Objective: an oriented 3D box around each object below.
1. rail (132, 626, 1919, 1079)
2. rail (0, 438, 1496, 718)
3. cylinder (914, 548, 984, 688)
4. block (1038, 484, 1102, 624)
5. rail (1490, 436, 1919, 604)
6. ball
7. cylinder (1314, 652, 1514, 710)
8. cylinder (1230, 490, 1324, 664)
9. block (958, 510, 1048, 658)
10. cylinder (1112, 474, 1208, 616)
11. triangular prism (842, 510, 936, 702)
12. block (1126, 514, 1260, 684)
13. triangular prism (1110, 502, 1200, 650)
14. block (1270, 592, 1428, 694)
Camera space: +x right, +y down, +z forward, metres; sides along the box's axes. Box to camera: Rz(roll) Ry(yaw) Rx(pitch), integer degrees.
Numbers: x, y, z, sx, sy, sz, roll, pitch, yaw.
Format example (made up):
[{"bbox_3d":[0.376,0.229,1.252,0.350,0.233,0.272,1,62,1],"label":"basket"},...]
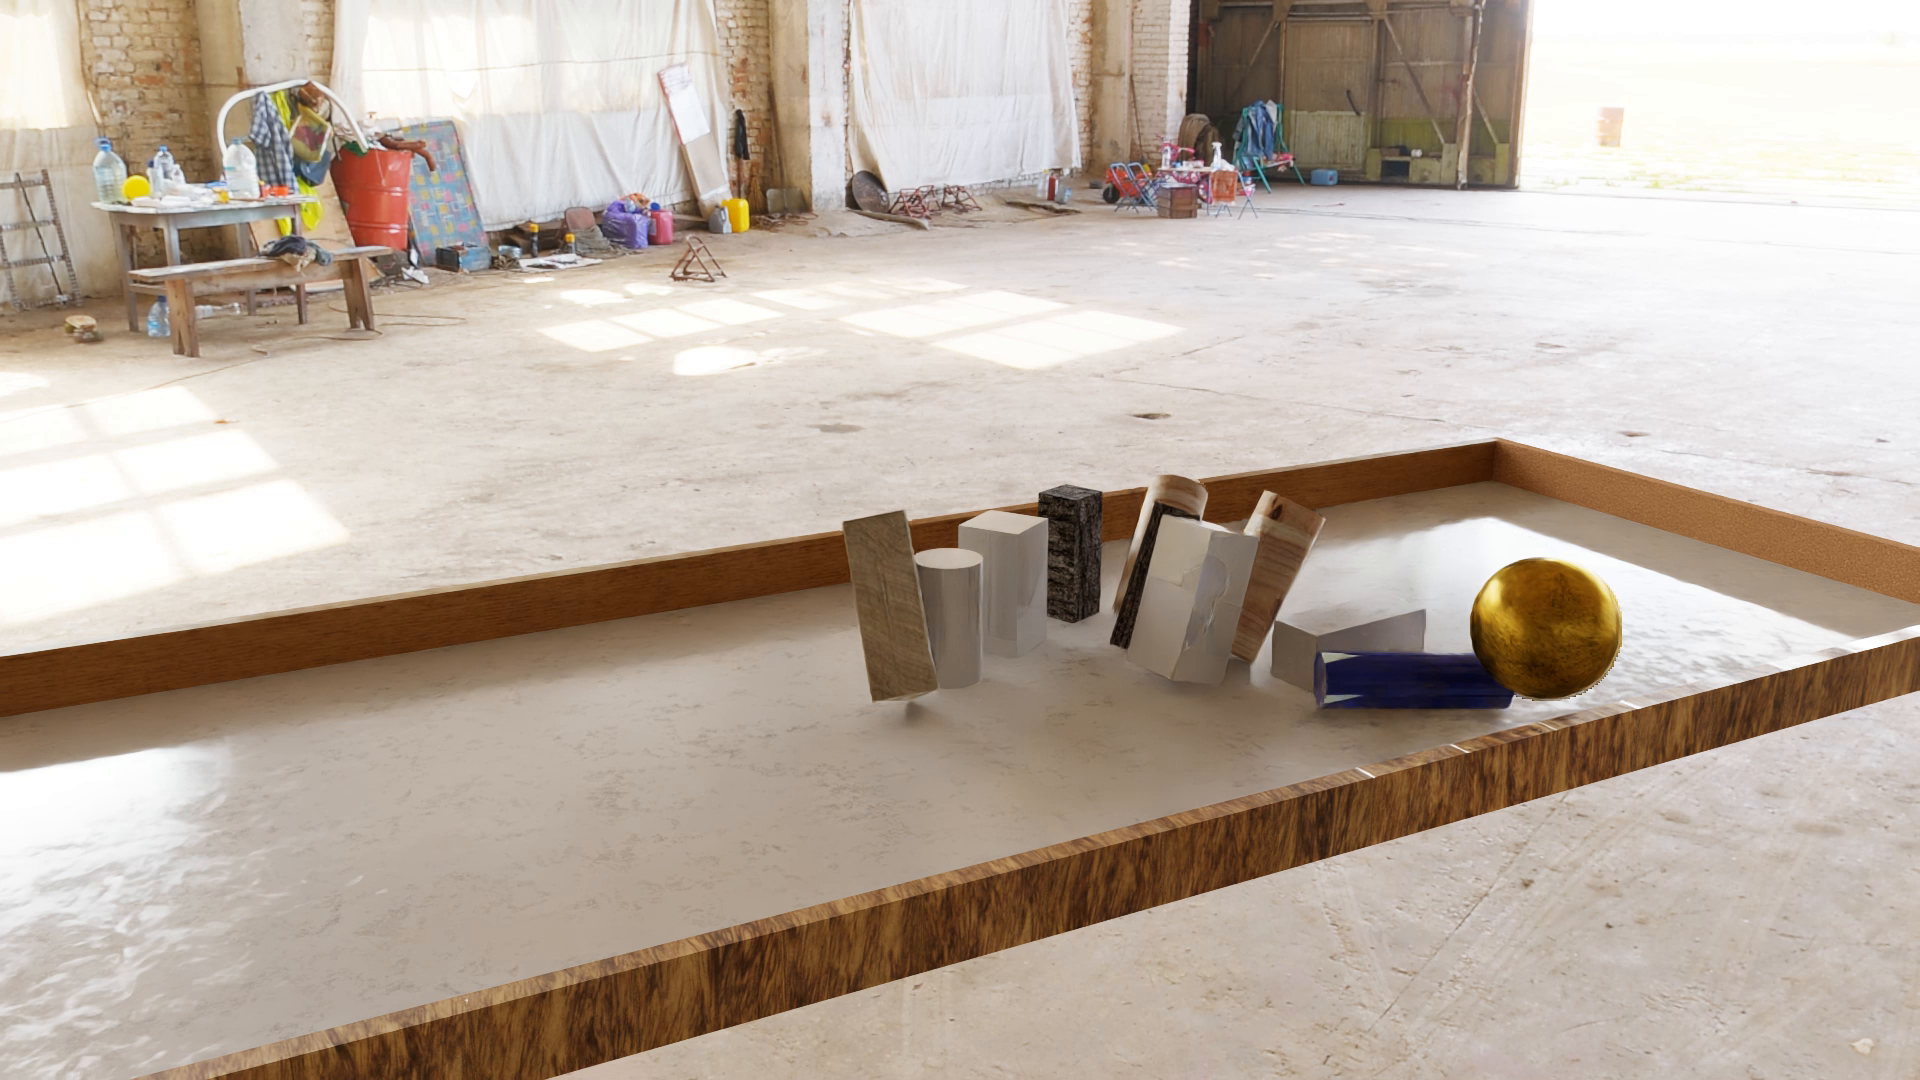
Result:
[{"bbox_3d":[-2.336,1.006,1.665,12.000,0.150,0.050,-9,18,-27],"label":"rail"},{"bbox_3d":[-3.305,0.497,3.399,12.000,0.150,0.050,-9,18,-27],"label":"rail"},{"bbox_3d":[-0.031,0.195,4.139,0.177,0.312,0.177,0,16,0],"label":"cylinder"},{"bbox_3d":[0.305,0.037,4.603,0.127,0.353,0.127,13,21,38],"label":"block"},{"bbox_3d":[2.466,-0.048,5.253,0.050,0.150,2.100,-9,18,-27],"label":"rail"},{"bbox_3d":[1.293,0.193,3.651,0.317,0.317,0.317,0,16,0],"label":"ball"},{"bbox_3d":[1.085,0.338,3.959,0.443,0.137,0.137,0,16,0],"label":"cylinder"},{"bbox_3d":[0.768,0.096,4.242,0.172,0.413,0.172,26,1,-1],"label":"cylinder"},{"bbox_3d":[0.115,0.114,4.372,0.174,0.336,0.174,9,19,28],"label":"block"},{"bbox_3d":[0.553,0.031,4.543,0.167,0.394,0.167,16,-24,7],"label":"cylinder"},{"bbox_3d":[-0.164,0.167,3.998,0.156,0.440,0.135,-11,-11,3],"label":"triangular prism"},{"bbox_3d":[0.580,0.148,4.117,0.175,0.379,0.175,8,8,-39],"label":"block"},{"bbox_3d":[0.494,0.099,4.341,0.132,0.388,0.114,18,0,-15],"label":"triangular prism"},{"bbox_3d":[0.993,0.259,4.206,0.388,0.151,0.151,-10,19,-31],"label":"block"}]
